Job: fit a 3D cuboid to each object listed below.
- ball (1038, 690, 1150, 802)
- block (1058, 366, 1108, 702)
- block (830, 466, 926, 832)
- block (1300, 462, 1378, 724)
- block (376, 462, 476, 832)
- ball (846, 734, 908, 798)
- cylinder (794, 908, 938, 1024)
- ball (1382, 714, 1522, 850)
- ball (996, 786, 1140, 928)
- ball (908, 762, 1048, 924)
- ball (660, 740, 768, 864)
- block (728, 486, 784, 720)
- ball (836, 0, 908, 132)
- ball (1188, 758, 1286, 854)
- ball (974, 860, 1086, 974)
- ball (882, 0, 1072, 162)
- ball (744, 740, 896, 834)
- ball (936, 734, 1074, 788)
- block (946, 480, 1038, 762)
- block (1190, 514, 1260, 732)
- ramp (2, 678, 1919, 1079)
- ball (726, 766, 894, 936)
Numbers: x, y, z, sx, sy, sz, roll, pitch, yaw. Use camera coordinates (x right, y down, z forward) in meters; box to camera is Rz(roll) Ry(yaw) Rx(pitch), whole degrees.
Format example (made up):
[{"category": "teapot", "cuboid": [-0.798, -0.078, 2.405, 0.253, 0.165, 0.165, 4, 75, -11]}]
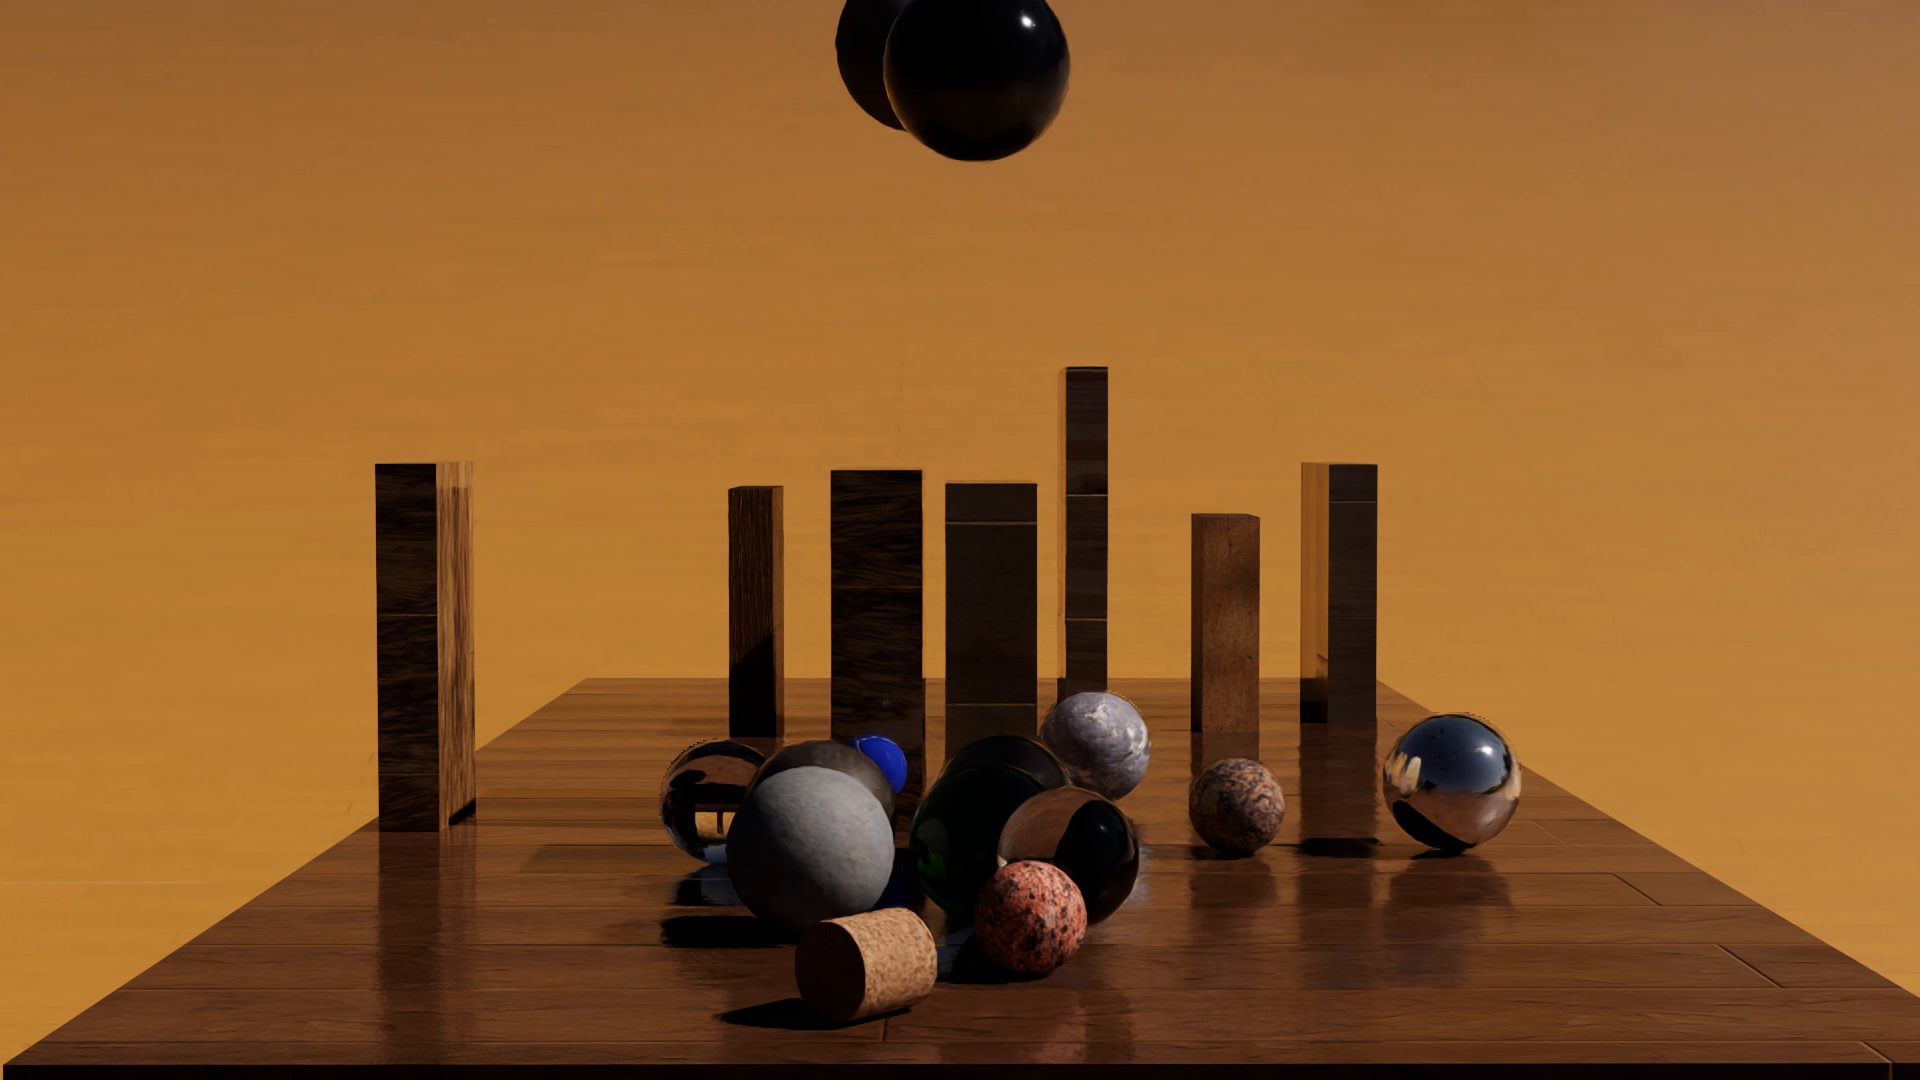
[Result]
[{"category": "ball", "cuboid": [0.223, 0.348, 4.307, 0.191, 0.191, 0.191, 0, 23, 0]}, {"category": "block", "cuboid": [0.254, 0.021, 5.372, 0.084, 0.754, 0.415, 0, 2, 0]}, {"category": "block", "cuboid": [-0.130, 0.165, 4.207, 0.142, 0.564, 0.422, 0, 2, 0]}, {"category": "block", "cuboid": [0.839, 0.106, 5.721, 0.104, 0.554, 0.443, 0, 2, 0]}, {"category": "block", "cuboid": [-0.859, 0.162, 4.154, 0.095, 0.575, 0.303, 0, 2, 0]}, {"category": "ball", "cuboid": [-0.136, 0.352, 3.948, 0.111, 0.111, 0.111, 0, 23, 0]}, {"category": "cylinder", "cuboid": [-0.100, 0.453, 2.747, 0.108, 0.108, 0.108, 21, 16, 40]}, {"category": "ball", "cuboid": [0.732, 0.360, 3.836, 0.204, 0.204, 0.204, 0, 23, 0]}, {"category": "ball", "cuboid": [0.129, 0.383, 3.095, 0.172, 0.172, 0.172, 0, 23, 0]}, {"category": "ball", "cuboid": [0.038, 0.384, 3.260, 0.205, 0.205, 0.205, 0, 23, 0]}, {"category": "ball", "cuboid": [-0.342, 0.379, 3.715, 0.178, 0.178, 0.178, 0, 23, 0]}, {"category": "block", "cuboid": [-0.454, 0.132, 5.760, 0.096, 0.500, 0.357, 0, 2, 0]}, {"category": "ball", "cuboid": [-0.040, -0.547, 2.847, 0.194, 0.194, 0.194, 0, 23, 0]}, {"category": "ball", "cuboid": [0.408, 0.393, 3.799, 0.142, 0.142, 0.142, 0, 23, 0]}, {"category": "ball", "cuboid": [0.080, 0.434, 2.960, 0.130, 0.130, 0.130, 0, 23, 0]}, {"category": "ball", "cuboid": [0.015, -0.420, 2.288, 0.168, 0.168, 0.168, 0, 23, 0]}, {"category": "ball", "cuboid": [-0.190, 0.373, 3.465, 0.209, 0.209, 0.209, 0, 23, 0]}, {"category": "ball", "cuboid": [0.059, 0.358, 3.457, 0.195, 0.195, 0.195, 0, 23, 0]}, {"category": "block", "cuboid": [0.043, 0.193, 3.684, 0.126, 0.552, 0.271, 0, 2, 0]}, {"category": "block", "cuboid": [0.562, 0.170, 5.471, 0.118, 0.447, 0.263, 0, 2, 0]}, {"category": "ramp", "cuboid": [0.053, 0.483, 4.539, 2.000, 0.100, 4.000, 0, 2, 0]}, {"category": "ball", "cuboid": [-0.185, 0.385, 3.190, 0.209, 0.209, 0.209, 0, 23, 0]}]
